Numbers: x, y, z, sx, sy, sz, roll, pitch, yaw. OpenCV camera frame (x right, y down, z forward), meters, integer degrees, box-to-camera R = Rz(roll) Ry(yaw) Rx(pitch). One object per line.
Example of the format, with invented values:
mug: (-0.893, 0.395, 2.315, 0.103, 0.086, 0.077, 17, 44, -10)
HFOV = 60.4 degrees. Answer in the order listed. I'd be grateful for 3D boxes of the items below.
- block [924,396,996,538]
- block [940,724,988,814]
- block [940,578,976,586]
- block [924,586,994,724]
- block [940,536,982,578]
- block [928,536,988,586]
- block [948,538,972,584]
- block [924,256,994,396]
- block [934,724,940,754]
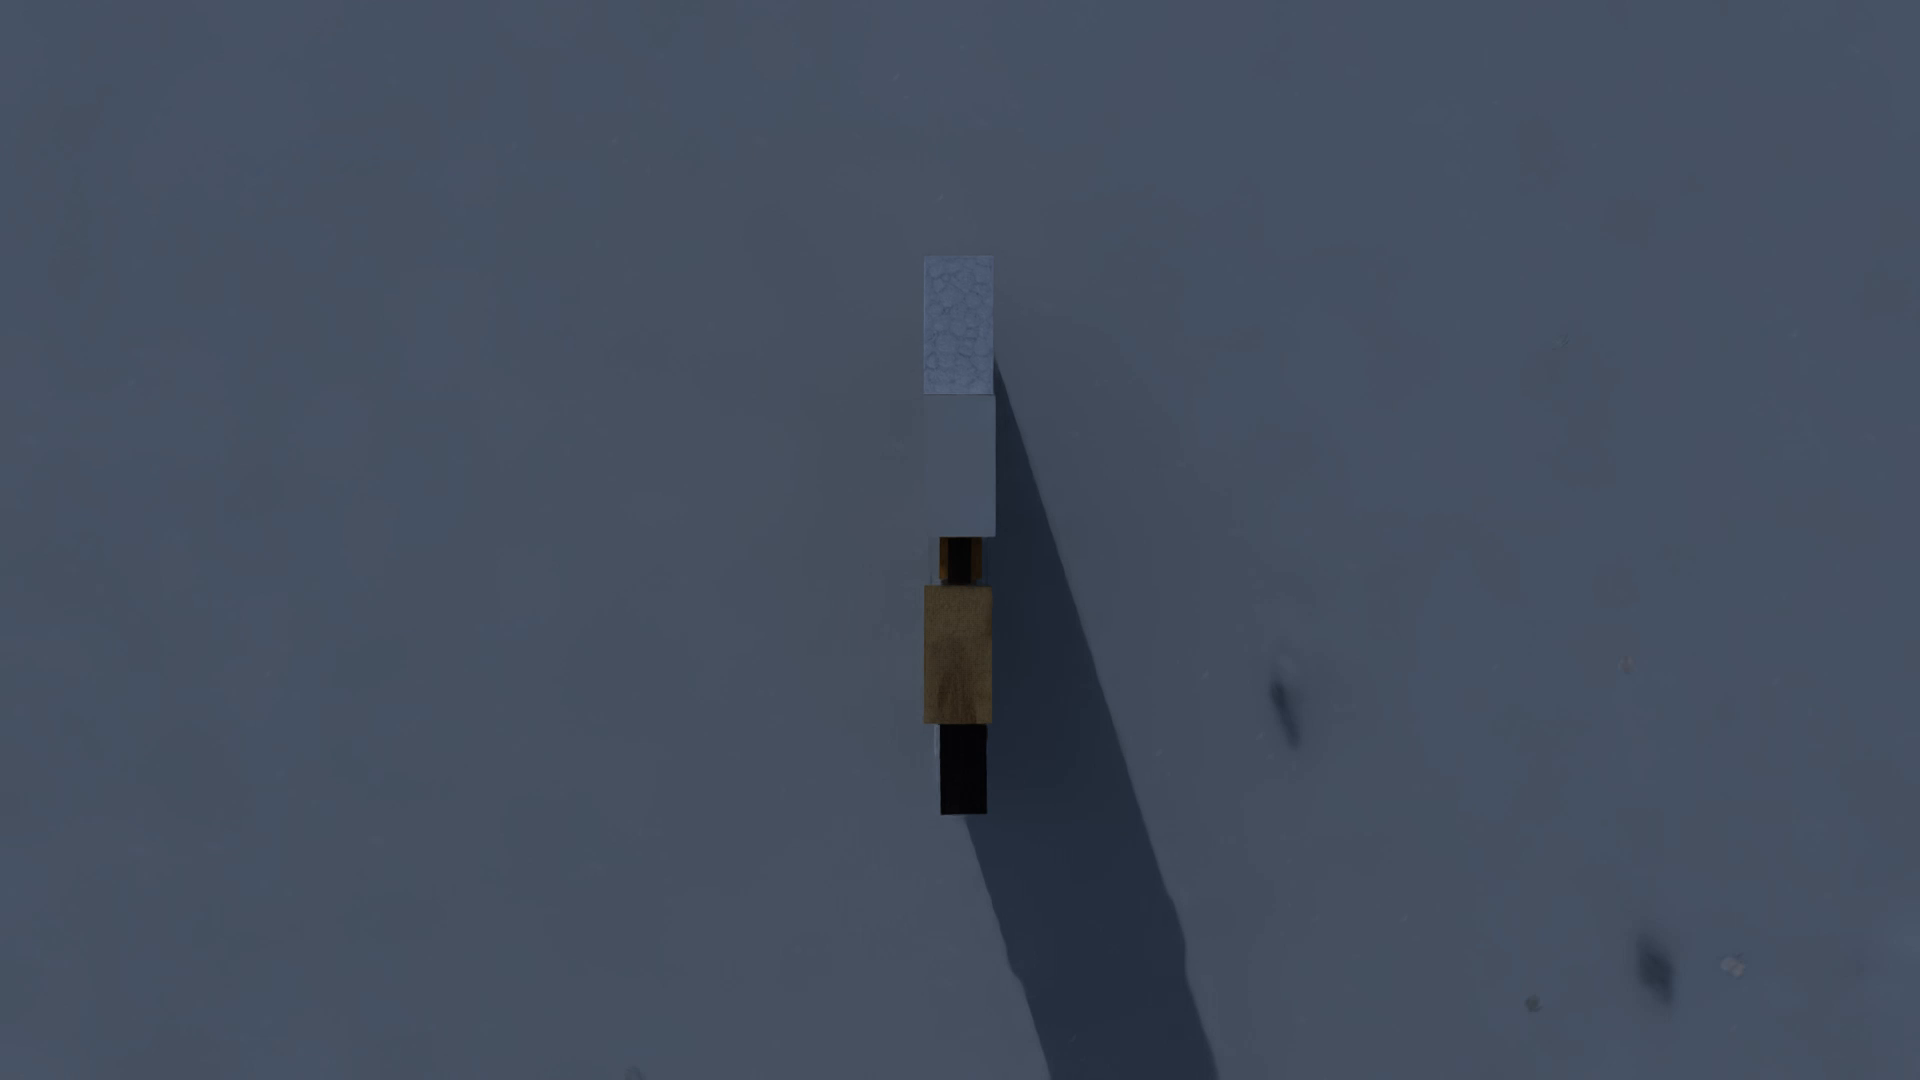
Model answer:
block: (0.001, -0.176, 3.962, 0.169, 0.048, 0.338, 0, 90, 0)
block: (0.008, 0.569, 4.132, 0.116, 0.033, 0.231, -1, 90, -1)
block: (-0.004, 0.196, 4.375, 0.095, 0.027, 0.189, 0, 89, 0)
block: (-0.004, 0.277, 4.002, 0.167, 0.047, 0.334, 0, 89, 0)
block: (0.002, -0.010, 4.340, 0.112, 0.032, 0.223, 0, 90, 0)
block: (-0.004, 0.032, 4.603, 0.166, 0.047, 0.332, 0, 90, 0)
block: (-0.001, 0.052, 4.198, 0.058, 0.017, 0.117, 0, 90, 0)
block: (-0.003, -0.518, 4.007, 0.168, 0.048, 0.336, 0, 90, 0)
block: (0.000, 0.433, 4.402, 0.137, 0.039, 0.275, 0, 89, 0)
